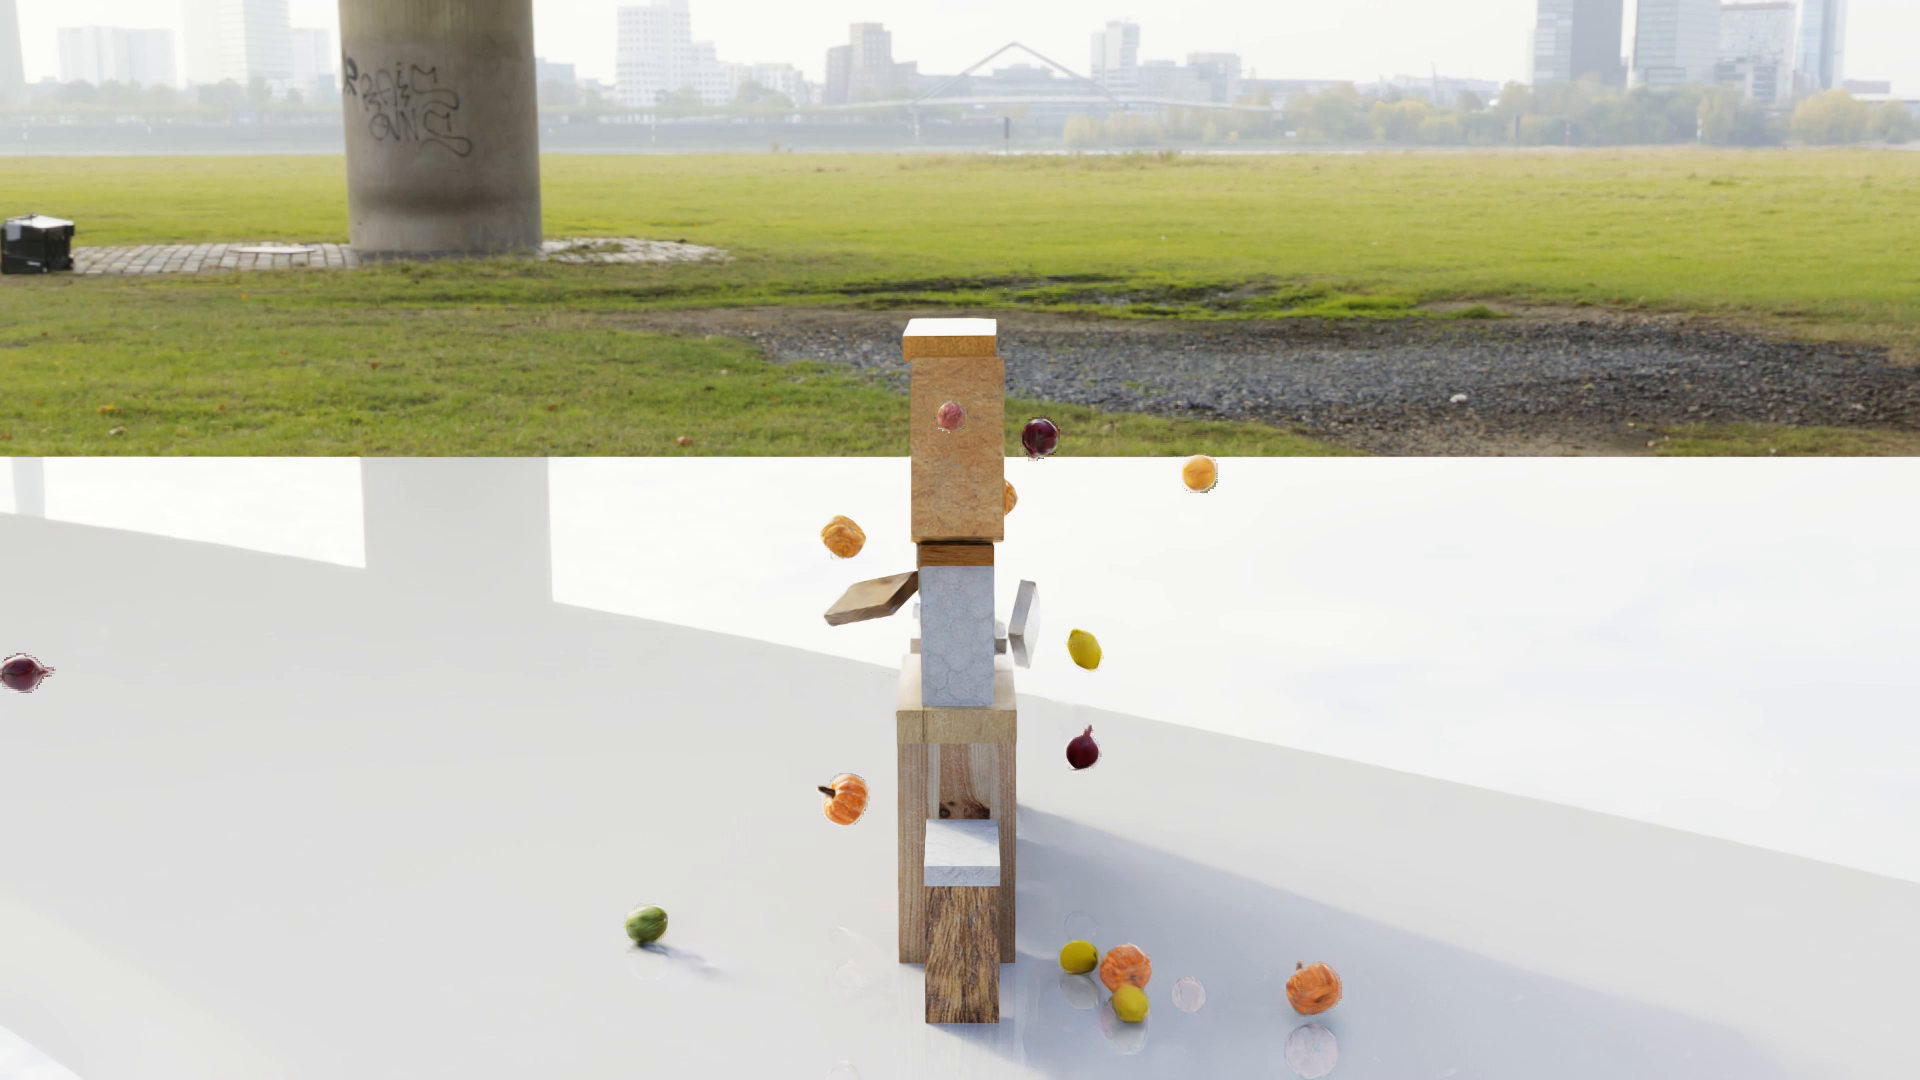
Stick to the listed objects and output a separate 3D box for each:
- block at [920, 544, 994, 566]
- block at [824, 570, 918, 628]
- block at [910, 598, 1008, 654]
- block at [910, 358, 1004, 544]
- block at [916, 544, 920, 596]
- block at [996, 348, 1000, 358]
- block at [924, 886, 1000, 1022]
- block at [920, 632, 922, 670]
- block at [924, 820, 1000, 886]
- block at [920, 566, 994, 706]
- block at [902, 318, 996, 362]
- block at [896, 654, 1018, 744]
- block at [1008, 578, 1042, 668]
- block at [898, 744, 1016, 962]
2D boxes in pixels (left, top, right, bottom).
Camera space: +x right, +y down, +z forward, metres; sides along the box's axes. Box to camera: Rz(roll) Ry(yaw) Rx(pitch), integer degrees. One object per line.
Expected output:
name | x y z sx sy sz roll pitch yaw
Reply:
block | -0.004 0.003 3.323 0.108 0.031 0.217 0 11 0
block | -0.167 0.113 4.219 0.204 0.029 0.102 -12 28 51
block | -0.003 0.163 3.990 0.169 0.048 0.337 0 11 0
block | -0.004 -0.133 3.245 0.137 0.275 0.039 0 -14 0
block | -0.028 0.024 4.046 0.102 0.204 0.029 1 28 8
block | -0.004 -0.166 3.437 0.137 0.275 0.039 0 -19 0
block | 0.003 0.582 3.132 0.106 0.212 0.030 0 11 0
block | -0.005 0.090 3.493 0.116 0.231 0.033 0 11 0
block | 0.003 0.451 3.179 0.106 0.030 0.211 0 11 0
block | -0.004 0.138 3.274 0.108 0.217 0.031 0 11 -1
block | -0.013 -0.312 3.411 0.137 0.039 0.274 0 11 1
block | -0.005 0.244 3.435 0.179 0.051 0.357 0 11 0
block | 0.119 0.154 3.987 0.029 0.102 0.204 11 -18 9
block | -0.005 0.467 3.355 0.179 0.357 0.051 0 11 0
